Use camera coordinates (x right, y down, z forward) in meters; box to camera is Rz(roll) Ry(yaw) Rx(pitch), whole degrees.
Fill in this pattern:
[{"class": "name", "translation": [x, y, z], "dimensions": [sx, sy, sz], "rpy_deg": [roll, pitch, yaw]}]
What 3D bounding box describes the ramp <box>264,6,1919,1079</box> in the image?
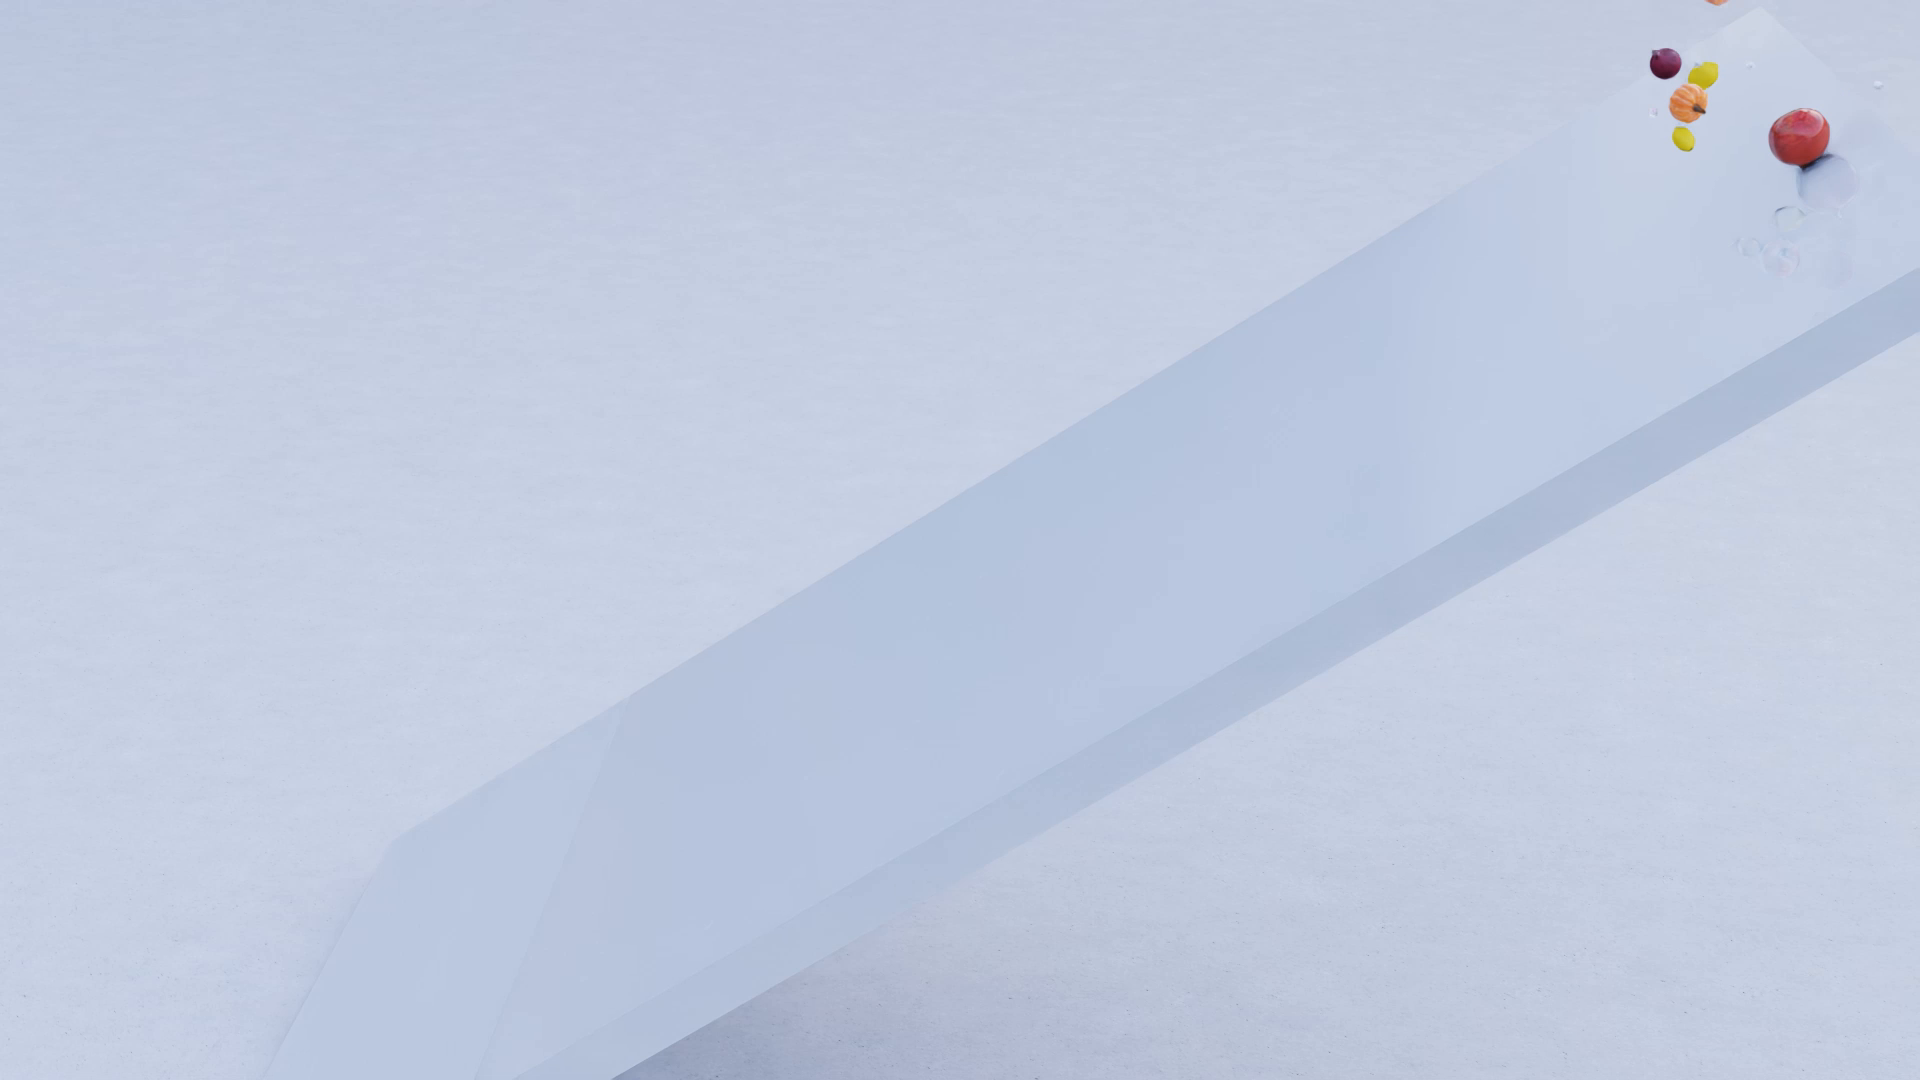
[{"class": "ramp", "translation": [0.138, 0.171, 6.298], "dimensions": [4.000, 0.100, 2.000], "rpy_deg": [-31, 16, 14]}]
